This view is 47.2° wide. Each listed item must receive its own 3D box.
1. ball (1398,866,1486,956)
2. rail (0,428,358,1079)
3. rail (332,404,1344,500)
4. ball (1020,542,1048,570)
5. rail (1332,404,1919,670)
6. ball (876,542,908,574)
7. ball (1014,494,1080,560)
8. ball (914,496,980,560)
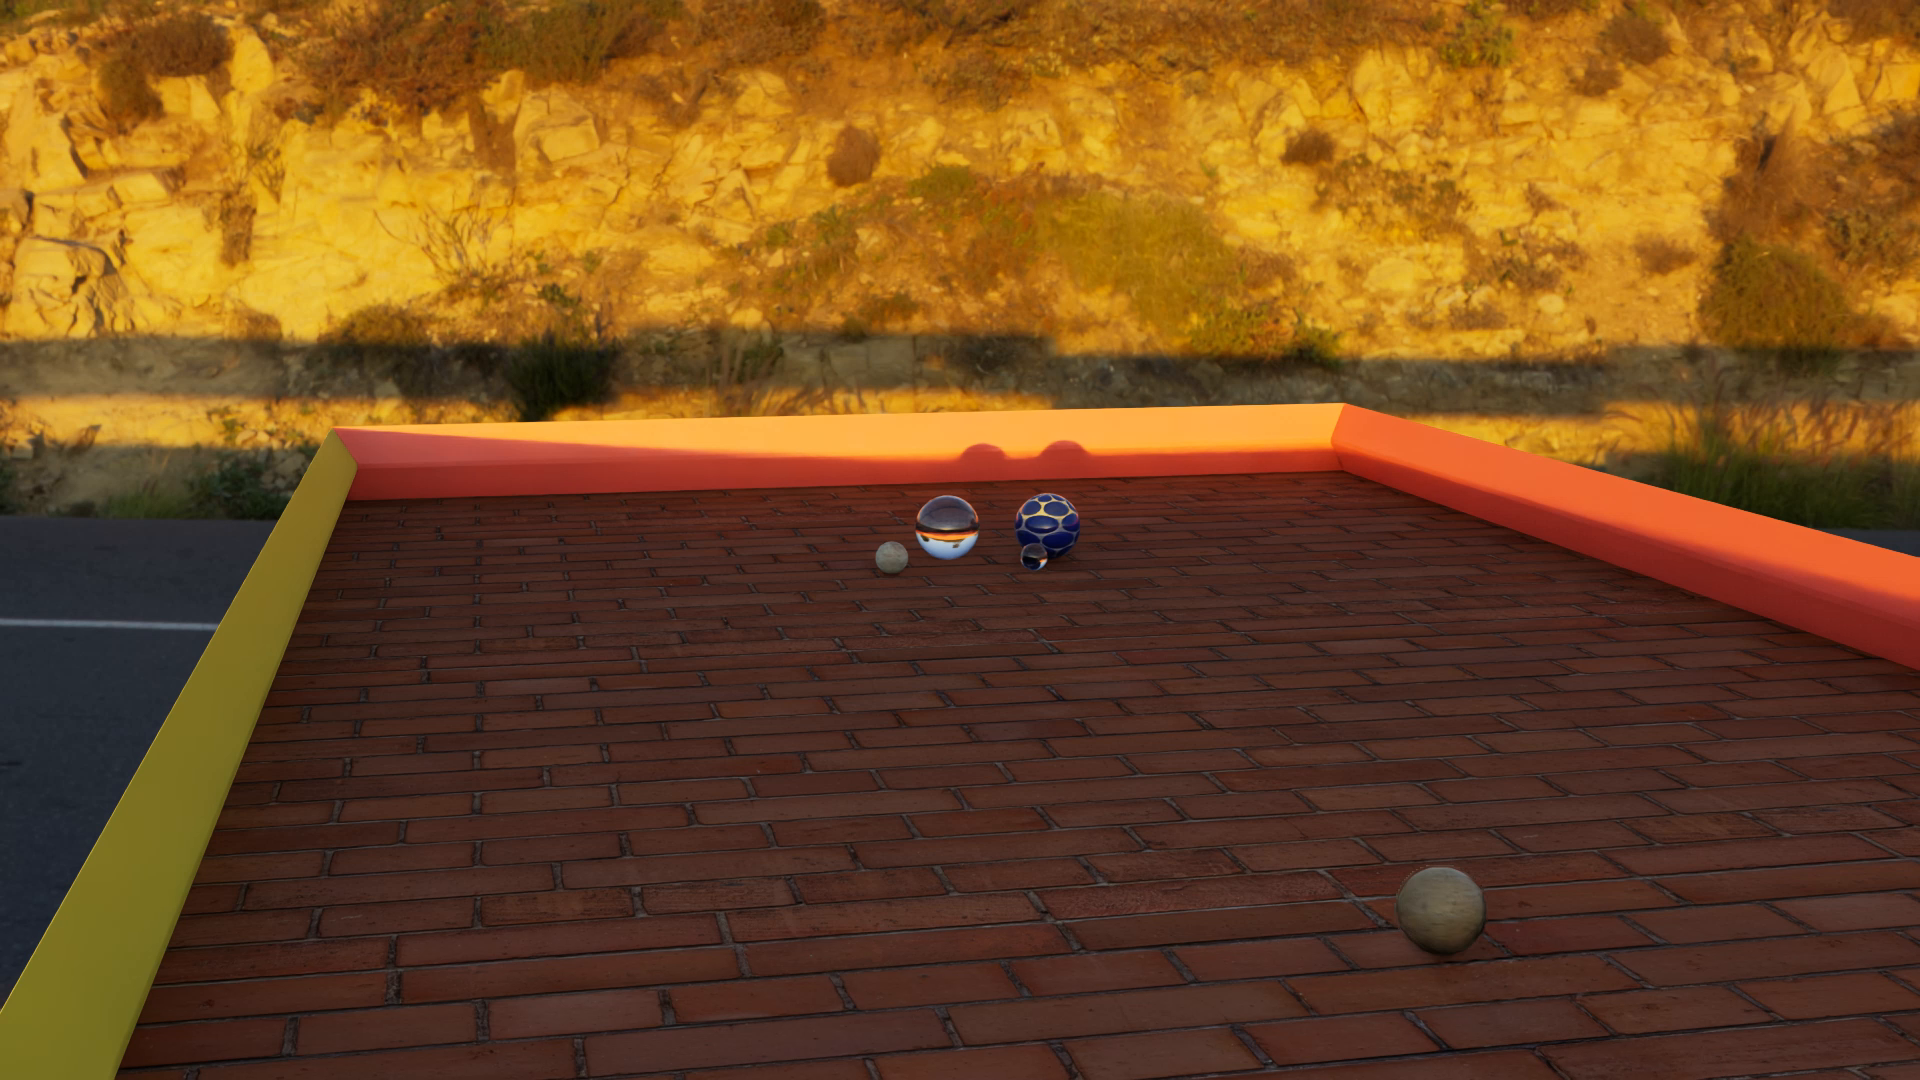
[{"bbox_3d":[0.359,0.276,1.638,0.065,0.065,0.065,0,10,0],"label":"ball"},{"bbox_3d":[-0.724,0.141,2.242,0.045,0.129,3.406,-2,10,-12],"label":"rail"},{"bbox_3d":[-0.175,-0.164,4.053,1.897,0.129,0.045,-2,10,-12],"label":"rail"},{"bbox_3d":[0.108,0.024,3.209,0.041,0.041,0.041,0,10,0],"label":"ball"},{"bbox_3d":[1.084,0.076,2.628,0.045,0.129,3.406,-2,10,-12],"label":"rail"},{"bbox_3d":[-0.099,0.026,3.178,0.048,0.048,0.048,0,10,0],"label":"ball"},{"bbox_3d":[0.131,-0.021,3.298,0.099,0.099,0.099,0,10,0],"label":"ball"},{"bbox_3d":[-0.019,-0.018,3.291,0.097,0.097,0.097,0,10,0],"label":"ball"}]
